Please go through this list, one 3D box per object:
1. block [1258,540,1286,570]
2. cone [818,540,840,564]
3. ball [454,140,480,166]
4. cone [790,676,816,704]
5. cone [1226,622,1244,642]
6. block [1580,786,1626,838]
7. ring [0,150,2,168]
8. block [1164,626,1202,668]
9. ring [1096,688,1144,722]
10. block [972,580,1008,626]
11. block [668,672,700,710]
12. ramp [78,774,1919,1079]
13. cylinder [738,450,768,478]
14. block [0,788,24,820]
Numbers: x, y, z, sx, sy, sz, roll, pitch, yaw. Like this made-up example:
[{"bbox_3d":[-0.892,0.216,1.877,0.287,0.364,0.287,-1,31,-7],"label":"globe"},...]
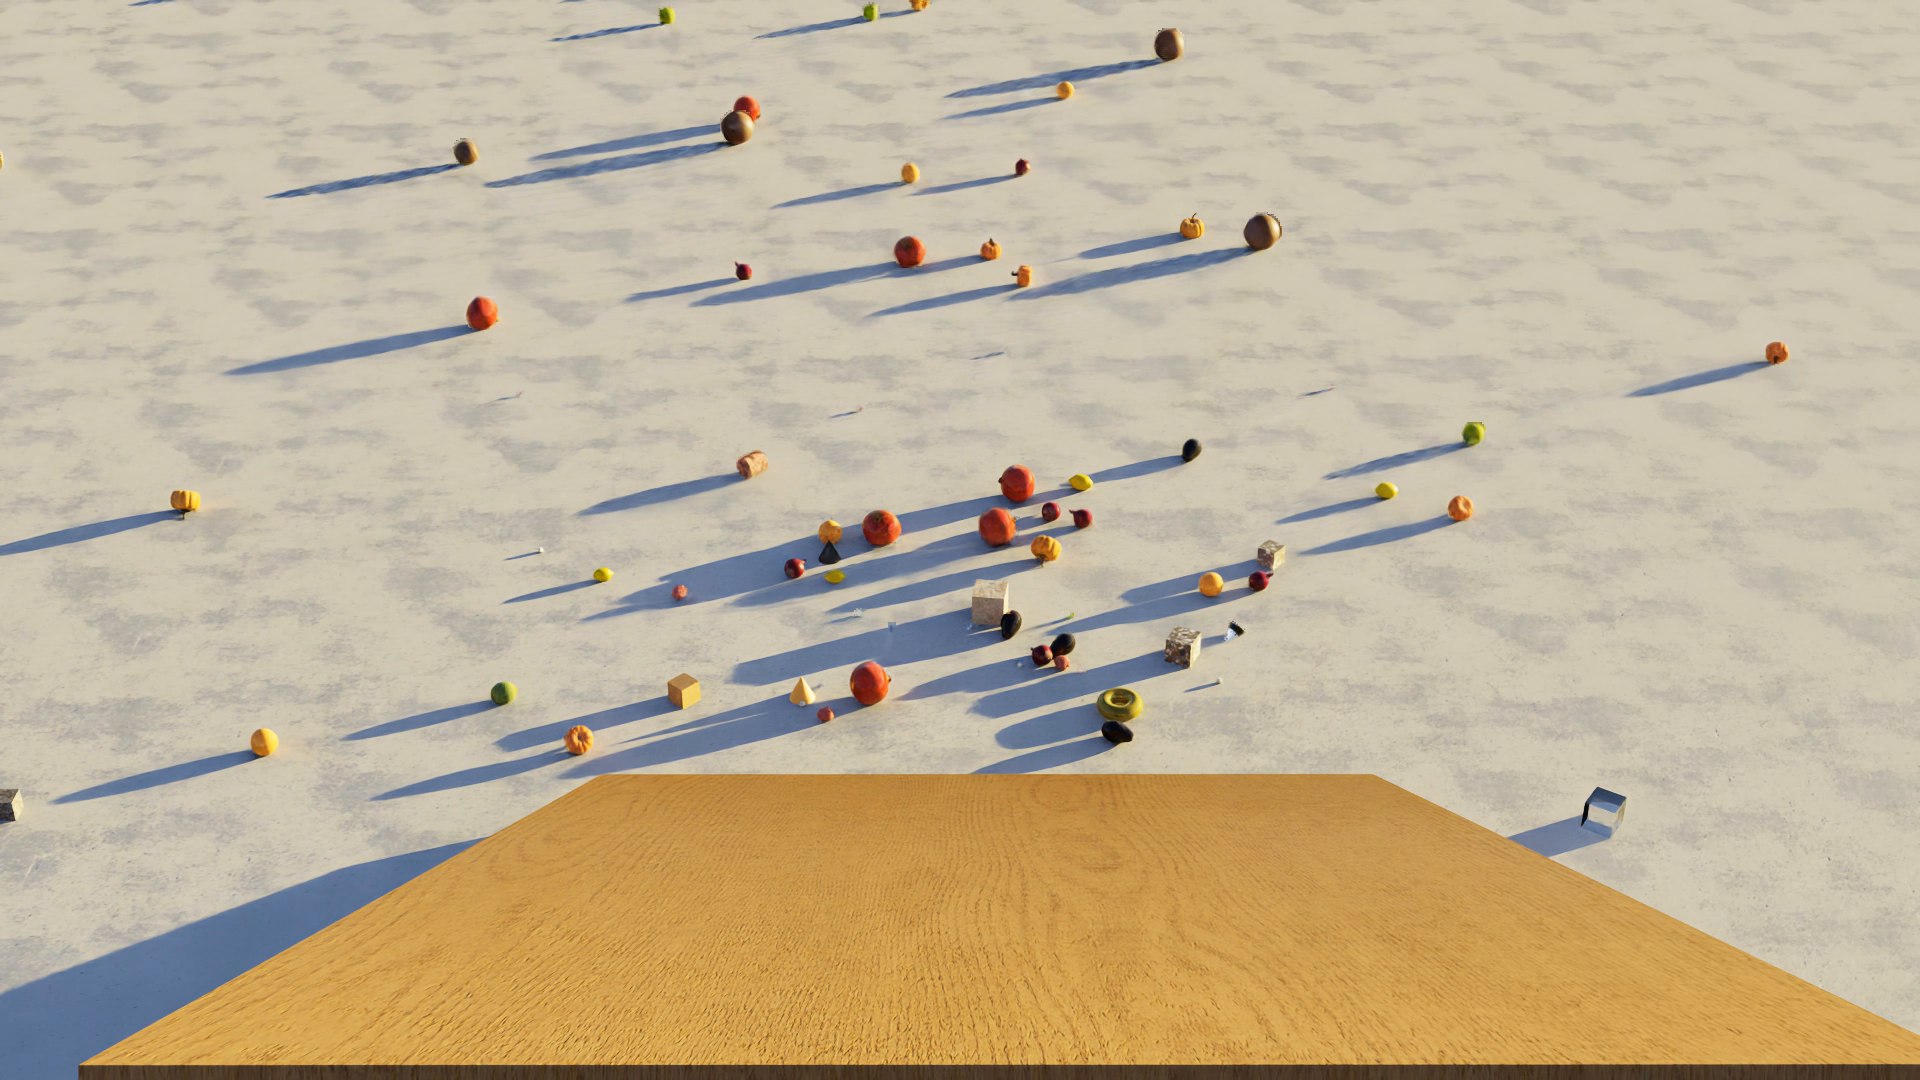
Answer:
[{"bbox_3d":[0.927,0.044,7.724,0.058,0.058,0.058,24,39,33],"label":"block"},{"bbox_3d":[-0.390,0.027,7.742,0.067,0.067,0.067,0,32,0],"label":"cone"},{"bbox_3d":[-1.936,-1.520,10.169,0.097,0.097,0.097,0,32,0],"label":"ball"},{"bbox_3d":[-0.436,0.404,7.139,0.072,0.072,0.072,0,32,0],"label":"cone"},{"bbox_3d":[0.774,0.271,7.396,0.050,0.050,0.050,27,69,36],"label":"cone"},{"bbox_3d":[1.654,0.700,6.661,0.081,0.081,0.081,20,37,28],"label":"block"},{"bbox_3d":[-3.768,-1.490,10.137,0.028,0.084,0.084,-6,28,-42],"label":"ring"},{"bbox_3d":[0.628,0.300,7.300,0.076,0.076,0.076,15,35,22],"label":"block"},{"bbox_3d":[0.437,0.449,7.095,0.128,0.043,0.128,-1,33,1],"label":"ring"},{"bbox_3d":[0.087,0.180,7.475,0.093,0.093,0.093,5,32,7],"label":"block"},{"bbox_3d":[-0.760,0.415,7.131,0.062,0.062,0.062,27,41,36],"label":"block"},{"bbox_3d":[0.072,0.630,4.726,2.000,0.100,4.000,0,-1,0],"label":"ramp"},{"bbox_3d":[-0.652,-0.237,8.158,0.070,0.070,0.070,-26,41,-35],"label":"cylinder"},{"bbox_3d":[-2.467,0.685,6.706,0.058,0.058,0.058,1,32,1],"label":"block"}]
